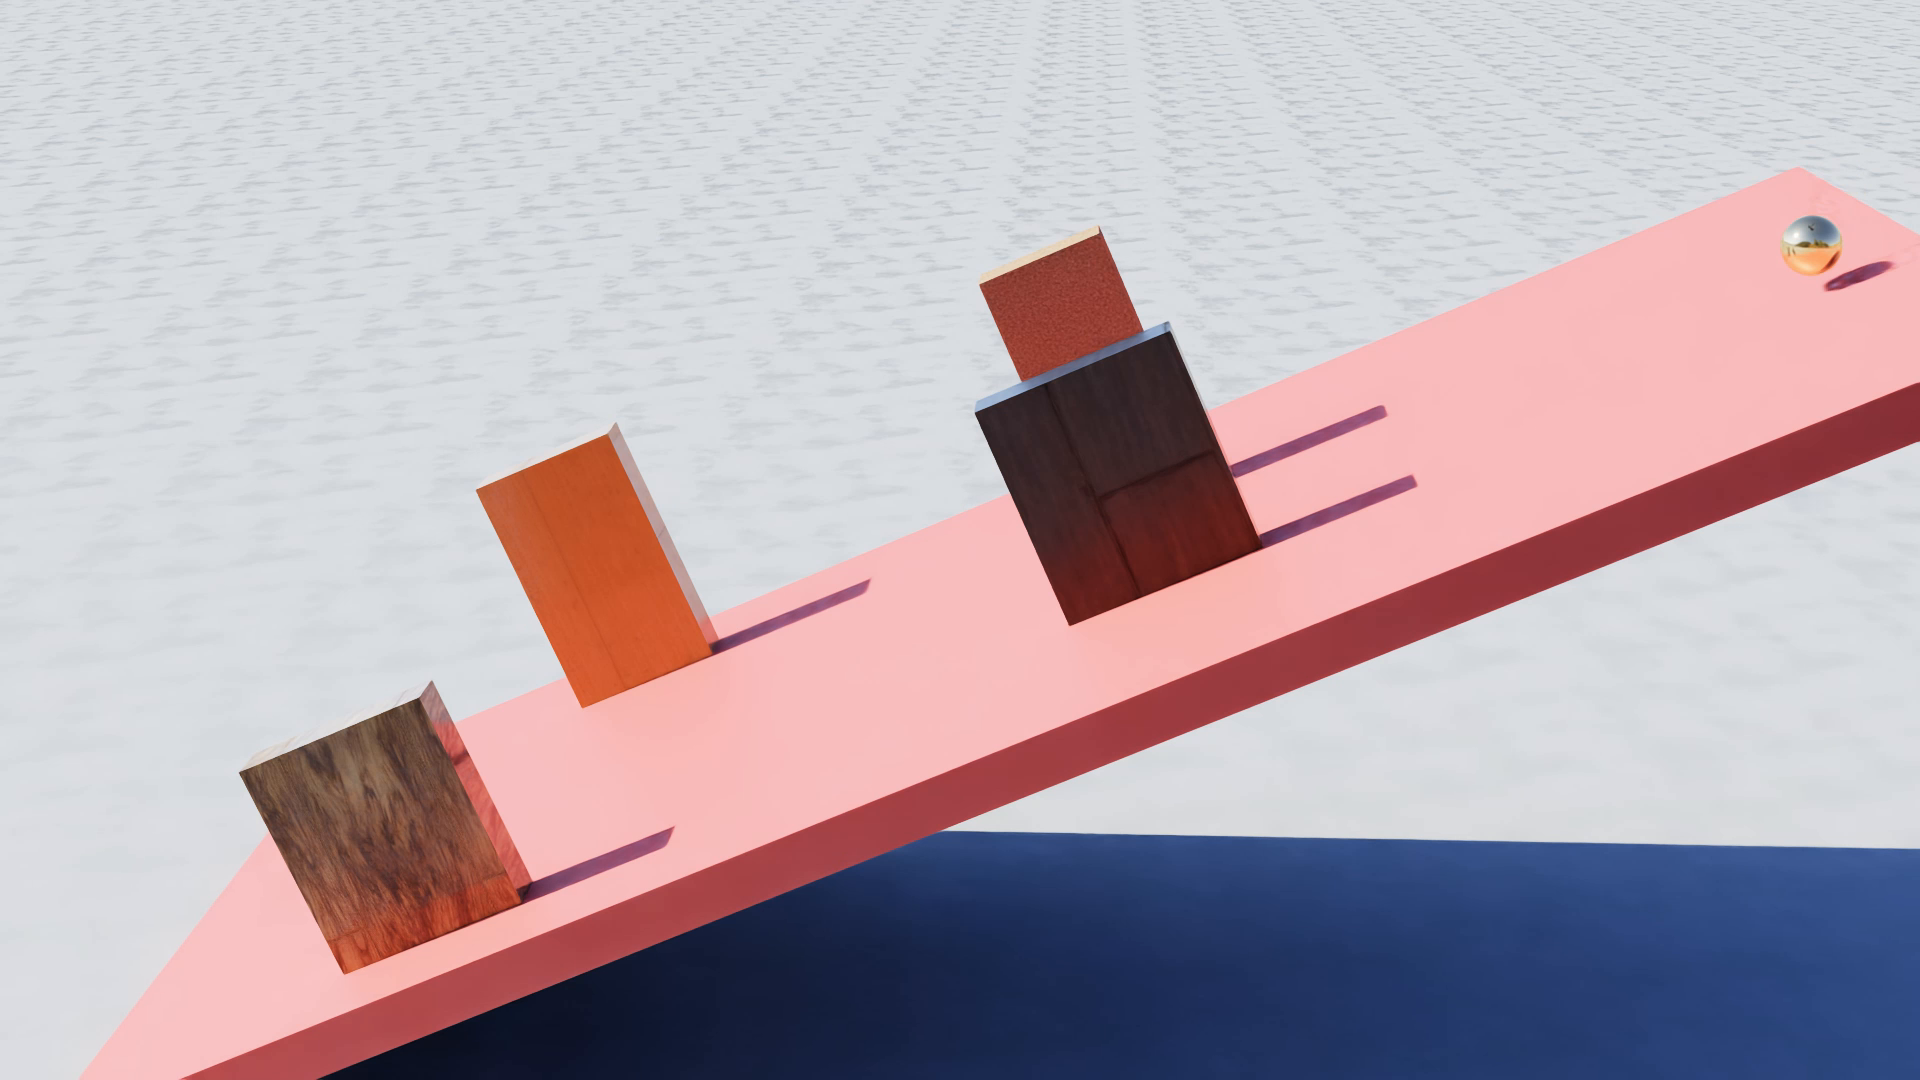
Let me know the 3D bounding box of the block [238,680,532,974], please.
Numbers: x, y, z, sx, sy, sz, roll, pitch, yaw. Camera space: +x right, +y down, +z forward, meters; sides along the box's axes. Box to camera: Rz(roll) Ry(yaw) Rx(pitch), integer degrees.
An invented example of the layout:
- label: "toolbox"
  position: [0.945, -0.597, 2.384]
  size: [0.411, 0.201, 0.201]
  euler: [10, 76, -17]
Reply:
- label: "block"
  position: [-1.112, 0.559, 5.715]
  size: [0.389, 0.453, 0.114]
  euler: [-22, 13, 8]

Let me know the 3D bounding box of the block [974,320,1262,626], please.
- label: "block"
  position: [0.316, -0.131, 5.853]
  size: [0.417, 0.475, 0.108]
  euler: [-22, 13, 8]

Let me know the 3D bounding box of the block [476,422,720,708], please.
- label: "block"
  position: [-0.857, 0.061, 6.984]
  size: [0.345, 0.584, 0.127]
  euler: [-22, 13, 8]

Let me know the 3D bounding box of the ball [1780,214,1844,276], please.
- label: "ball"
  position: [1.691, -0.585, 5.841]
  size: [0.120, 0.120, 0.120]
  euler: [0, 15, 0]

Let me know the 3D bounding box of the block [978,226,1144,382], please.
- label: "block"
  position: [0.295, -0.349, 6.468]
  size: [0.282, 0.614, 0.126]
  euler: [-22, 13, 8]

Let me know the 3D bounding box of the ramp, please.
- label: "ramp"
  position: [0.130, 0.171, 6.285]
  size: [4.000, 0.100, 2.000]
  euler: [-22, 13, 8]
